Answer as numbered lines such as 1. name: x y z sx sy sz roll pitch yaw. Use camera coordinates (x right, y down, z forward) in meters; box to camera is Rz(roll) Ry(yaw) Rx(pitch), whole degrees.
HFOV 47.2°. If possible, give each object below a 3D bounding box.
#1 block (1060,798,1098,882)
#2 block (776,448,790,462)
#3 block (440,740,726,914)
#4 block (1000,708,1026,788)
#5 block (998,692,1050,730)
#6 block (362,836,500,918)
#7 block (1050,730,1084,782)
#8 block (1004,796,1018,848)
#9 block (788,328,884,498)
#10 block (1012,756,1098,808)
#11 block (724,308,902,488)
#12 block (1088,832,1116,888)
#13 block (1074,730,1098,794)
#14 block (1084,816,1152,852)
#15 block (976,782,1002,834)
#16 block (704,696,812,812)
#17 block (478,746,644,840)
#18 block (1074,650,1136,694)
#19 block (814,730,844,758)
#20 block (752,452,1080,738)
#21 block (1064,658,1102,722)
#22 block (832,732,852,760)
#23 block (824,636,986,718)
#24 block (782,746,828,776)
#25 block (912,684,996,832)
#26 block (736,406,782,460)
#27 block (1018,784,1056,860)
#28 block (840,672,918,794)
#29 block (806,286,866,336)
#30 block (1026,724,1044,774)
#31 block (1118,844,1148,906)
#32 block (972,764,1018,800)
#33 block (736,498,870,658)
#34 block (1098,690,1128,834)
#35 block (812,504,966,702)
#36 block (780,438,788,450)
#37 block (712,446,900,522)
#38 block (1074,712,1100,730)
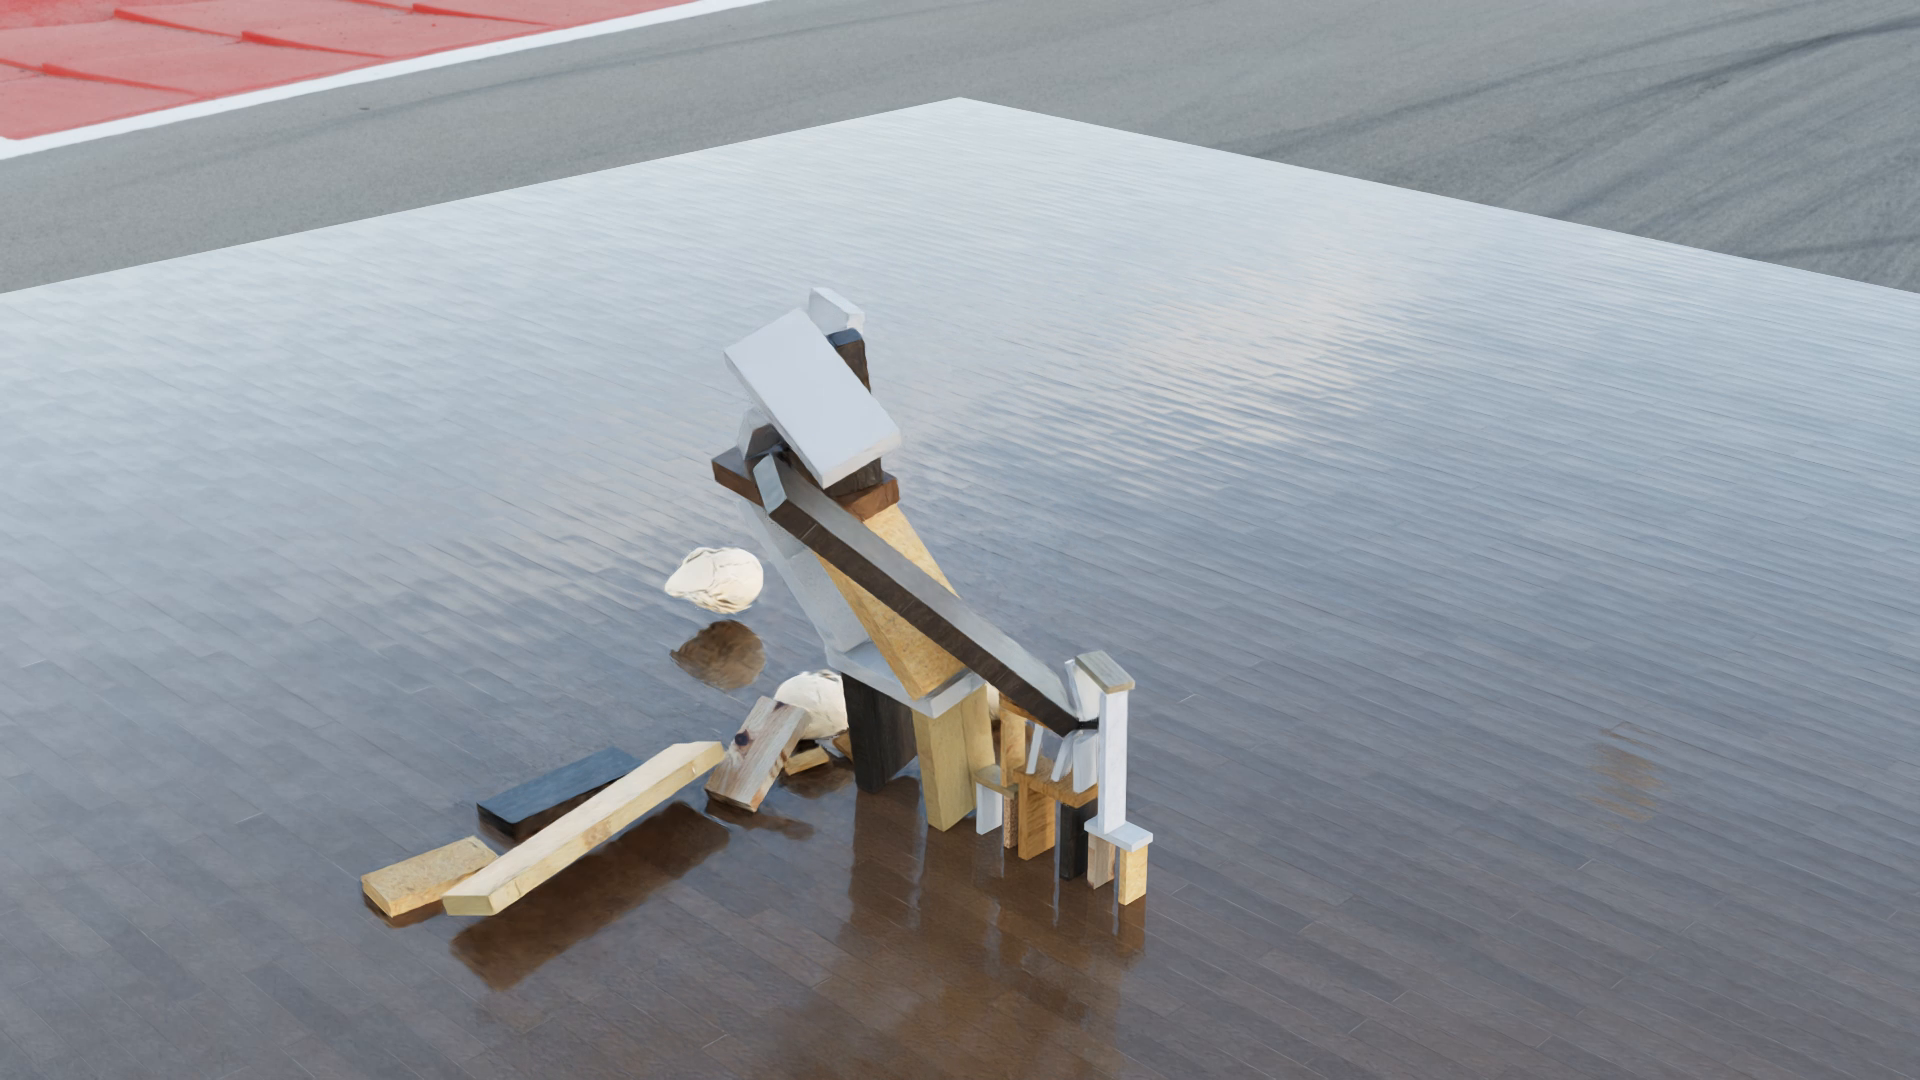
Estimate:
1. block: 0.228 0.566 4.219 0.023 0.163 0.081 21 31 40
2. block: -0.299 -0.182 4.209 0.066 0.019 0.132 -30 3 -33
3. block: -0.717 0.550 4.269 0.135 0.038 0.665 -8 16 38
4. block: 0.103 0.397 4.281 0.054 0.165 0.015 -21 29 -40
5. block: 0.126 0.318 4.186 0.109 0.015 0.054 26 25 -11
6. block: -1.007 0.641 4.206 0.237 0.034 0.118 -18 29 -36
7. block: 0.205 0.404 4.188 0.015 0.109 0.054 27 30 19
8. block: 0.112 0.546 4.330 0.016 0.113 0.057 21 31 41
9. block: -0.241 -0.223 4.044 0.160 0.320 0.045 -19 39 -15
10. block: 0.189 0.463 4.220 0.163 0.023 0.081 19 30 39
11. block: -0.259 -0.251 3.844 0.160 0.045 0.320 -31 63 -15
12. block: 0.270 0.601 4.193 0.017 0.119 0.059 21 31 41
13. block: 0.237 0.418 4.148 0.015 0.109 0.054 21 34 37
14. block: 0.298 0.549 4.141 0.119 0.017 0.059 21 31 41
15. block: 0.058 0.525 4.379 0.016 0.113 0.057 21 31 41
16. block: -0.416 0.439 4.526 0.118 0.034 0.237 14 59 30
17. block: -0.810 0.514 4.506 0.118 0.034 0.340 21 31 40
18. block: 0.267 0.244 4.056 0.058 0.017 0.117 -10 31 -27
19. block: -0.267 0.438 4.713 0.045 0.013 0.091 -18 29 -36
20. block: -0.069 0.109 3.982 0.780 0.045 0.160 39 15 -32
21. block: 0.238 0.276 4.120 0.059 0.117 0.017 -20 9 -34
22. block: -0.225 0.445 4.670 0.045 0.013 0.091 -20 43 -37
23. block: -0.103 0.240 4.309 0.157 0.044 0.314 -33 38 -31
24. block: -0.326 0.465 4.631 0.091 0.013 0.045 -19 28 -18
25. block: -0.008 0.411 4.351 0.157 0.314 0.044 -34 44 -32
26. block: -0.348 -0.222 4.174 0.135 0.038 0.269 -24 -5 -12
27. block: 0.150 0.536 4.290 0.023 0.163 0.081 20 30 40
28. block: -0.161 0.350 4.497 0.044 0.314 0.157 21 43 32
29. block: -0.261 -0.342 4.293 0.038 0.269 0.135 -8 32 -37
30. block: 0.146 0.390 4.225 0.015 0.109 0.054 11 23 2
31. block: 0.326 0.623 4.141 0.017 0.119 0.059 21 31 41
32. block: 0.085 0.476 4.329 0.113 0.016 0.057 21 31 41
33. block: -0.268 0.032 4.345 0.180 0.360 0.051 -33 1 -31
34. block: 0.283 0.406 4.083 0.058 0.292 0.017 -21 30 -41
35. block: -0.113 0.107 4.185 0.180 0.360 0.051 -33 -1 -32
36. block: -0.303 -0.200 4.175 0.066 0.019 0.132 -29 2 -12
37. block: -0.301 -0.117 4.245 0.180 0.051 0.360 -31 39 -29
38. block: 0.240 0.340 4.154 0.109 0.015 0.054 -5 15 44
